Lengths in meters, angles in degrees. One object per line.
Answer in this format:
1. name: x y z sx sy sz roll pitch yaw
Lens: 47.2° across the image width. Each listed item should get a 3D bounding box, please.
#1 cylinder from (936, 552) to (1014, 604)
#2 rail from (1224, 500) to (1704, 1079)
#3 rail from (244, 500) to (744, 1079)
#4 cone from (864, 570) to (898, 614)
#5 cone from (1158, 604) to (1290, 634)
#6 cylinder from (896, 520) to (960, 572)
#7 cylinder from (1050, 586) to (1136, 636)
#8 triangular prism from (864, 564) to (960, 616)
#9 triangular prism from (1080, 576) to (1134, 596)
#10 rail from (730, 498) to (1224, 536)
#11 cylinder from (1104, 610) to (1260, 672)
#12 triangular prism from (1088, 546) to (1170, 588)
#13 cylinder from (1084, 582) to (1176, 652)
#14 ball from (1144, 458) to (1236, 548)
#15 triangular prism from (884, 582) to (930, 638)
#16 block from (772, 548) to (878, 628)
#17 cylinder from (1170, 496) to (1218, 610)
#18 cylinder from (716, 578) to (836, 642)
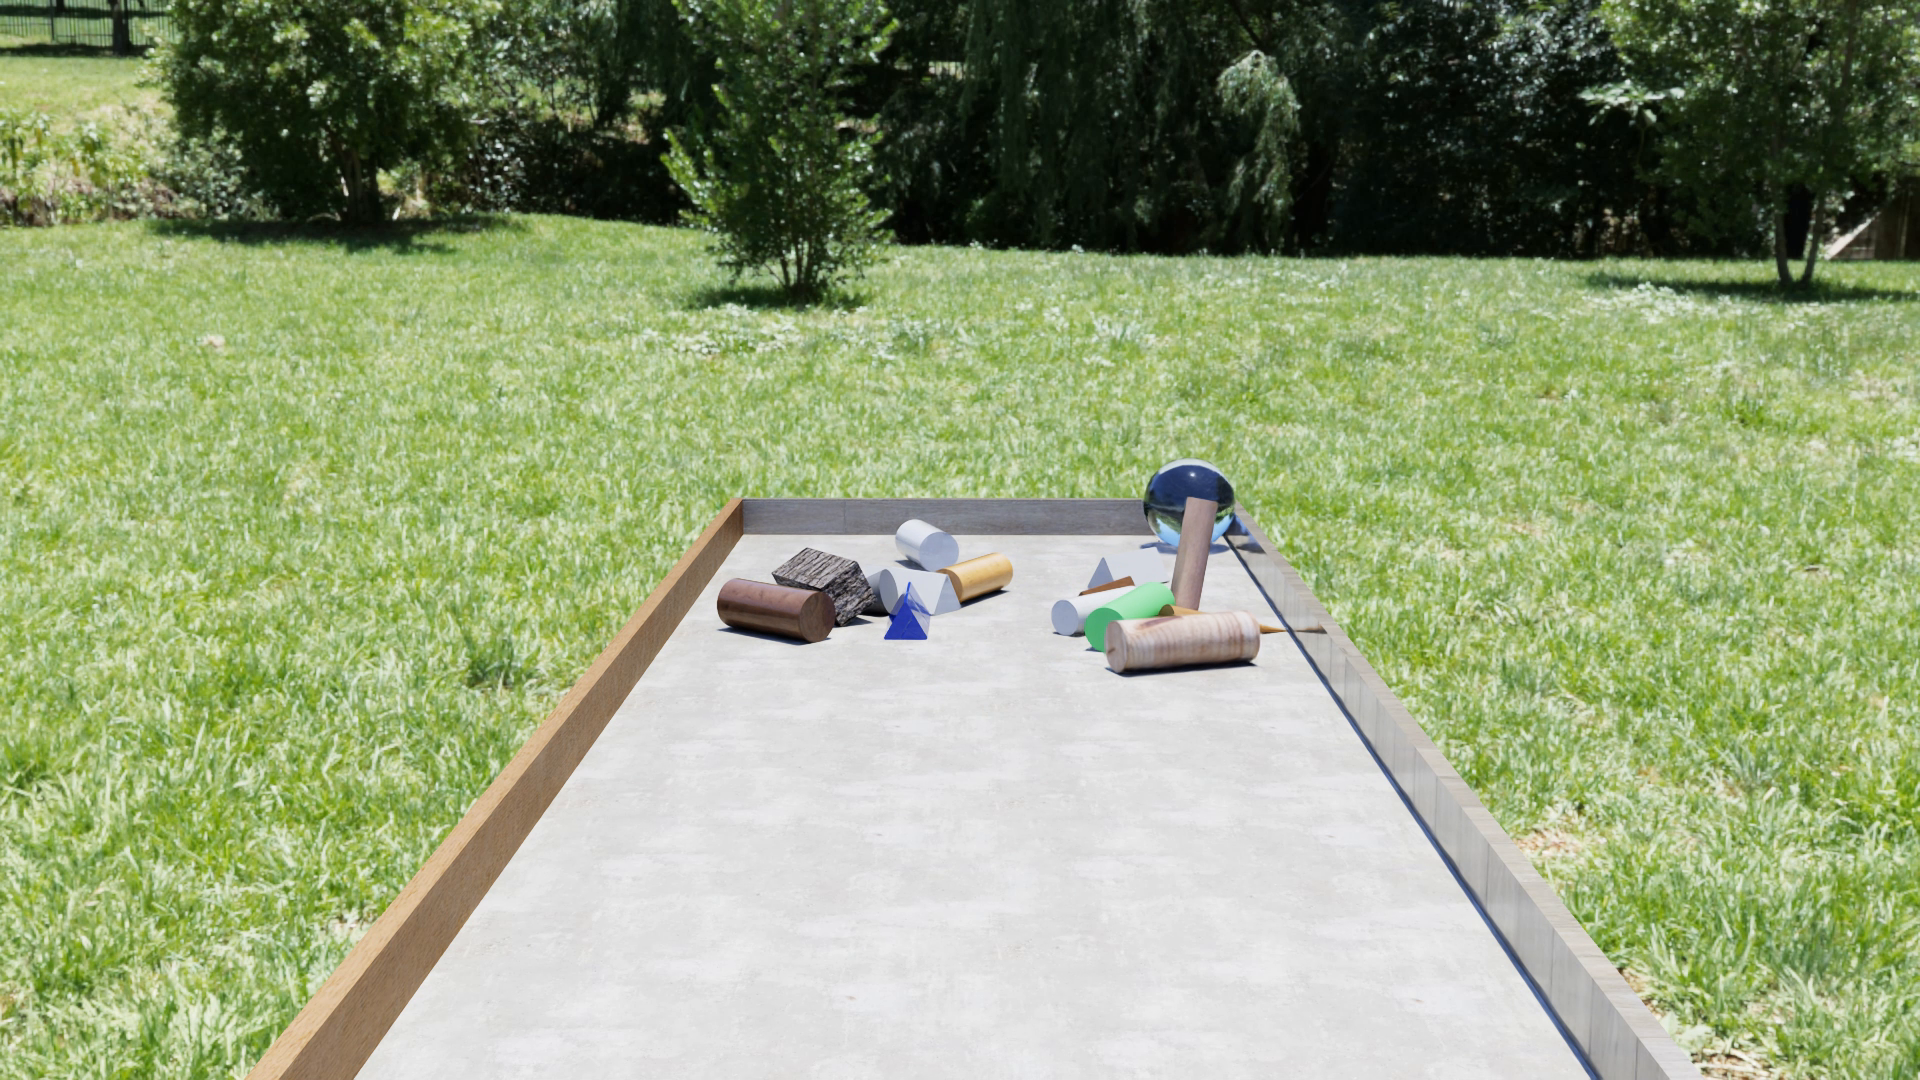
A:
1. cylinder: 0.040 0.138 7.715 0.134 0.134 0.383 5 10 28
2. rail: 1.046 0.843 3.208 0.050 0.150 12.000 0 9 1
3. rail: -1.004 0.839 3.234 0.050 0.150 12.000 0 9 1
4. cone: -0.392 0.203 7.482 0.331 0.155 0.155 -11 5 20
5. cone: 0.862 0.280 7.051 0.460 0.122 0.122 4 7 -24
6. cylinder: -0.127 0.022 8.365 0.158 0.158 0.325 -3 9 -17
7. cylinder: 0.454 0.230 7.184 0.117 0.117 0.345 8 12 42
8. triangular prism: -0.180 0.163 7.544 0.346 0.129 0.149 7 12 37
9. triangular prism: 0.492 0.197 7.418 0.118 0.103 0.358 6 11 31
10. rail: 0.099 -0.098 9.147 2.100 0.150 0.050 0 9 1
11. cylinder: 0.668 0.304 6.597 0.445 0.155 0.155 -4 10 -21
12. triangular prism: 0.613 0.102 7.958 0.140 0.121 0.306 8 12 41
13. cylinder: 0.544 0.243 6.994 0.143 0.143 0.445 4 11 24
14. ball: 0.914 -0.146 8.764 0.366 0.366 0.366 0 9 0
15. triangular prism: -0.171 0.226 7.183 0.137 0.118 0.386 0 9 1
16. block: -0.455 0.155 7.346 0.157 0.157 0.350 -37 25 -22
17. cylinder: 0.759 0.070 7.210 0.103 0.413 0.103 10 1 0
18. cylinder: -0.593 0.224 7.078 0.384 0.161 0.161 8 12 41
